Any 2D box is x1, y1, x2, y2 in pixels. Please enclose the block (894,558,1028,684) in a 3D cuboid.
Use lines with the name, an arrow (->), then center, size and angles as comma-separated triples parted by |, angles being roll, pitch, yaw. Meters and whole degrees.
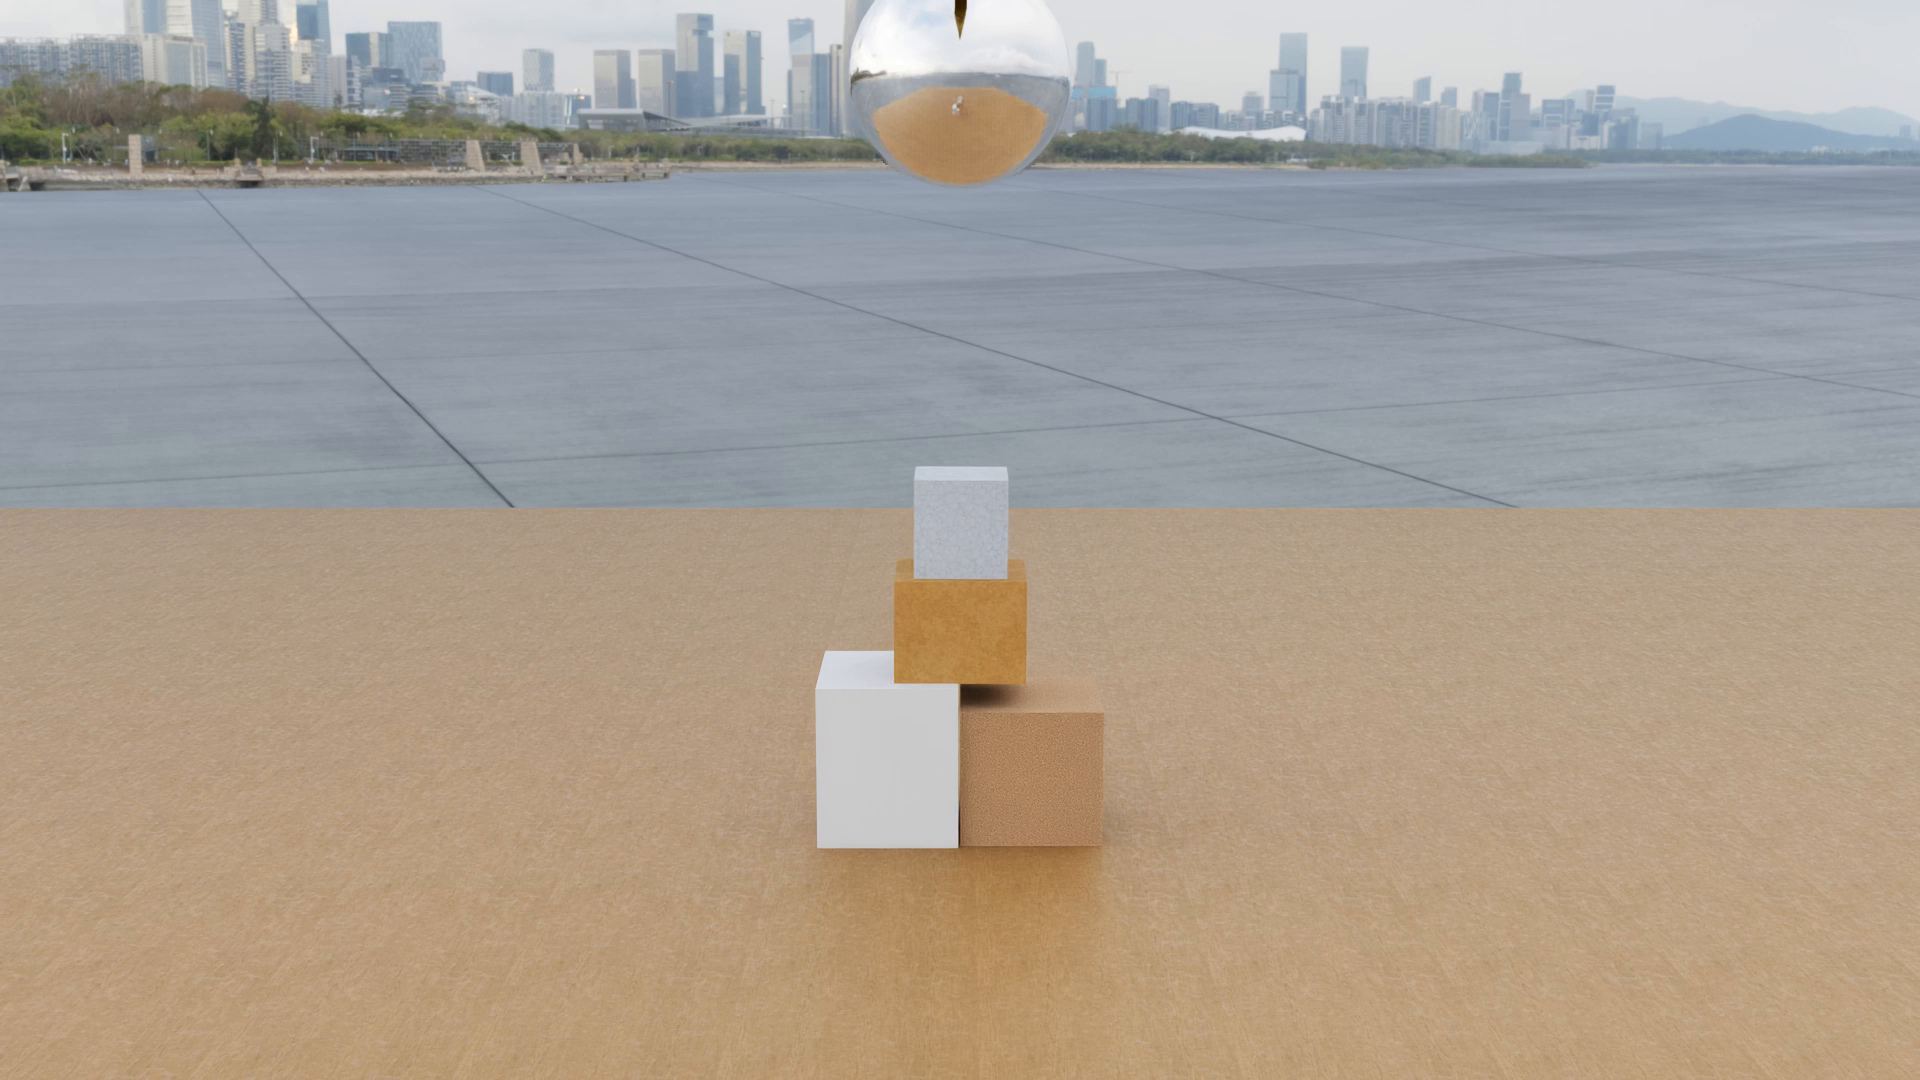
block -> 0.002, 0.409, 11.260 | 0.661, 0.521, 0.610 | 0, 10, 0

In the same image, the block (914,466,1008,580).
block -> 0.005, -0.092, 11.166 | 0.468, 0.498, 0.465 | 0, 10, 0

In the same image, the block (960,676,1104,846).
block -> 0.359, 1.134, 11.393 | 0.716, 0.692, 0.749 | 0, 10, 0

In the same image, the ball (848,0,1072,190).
ball -> 0.000, -3.326, 15.764 | 1.600, 1.600, 1.600 | 0, 10, 0

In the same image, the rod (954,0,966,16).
rod -> 0.000, -4.566, 12.598 | 0.080, 0.080, 5.200 | 0, -21, 0

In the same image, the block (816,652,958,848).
block -> -0.363, 1.070, 11.379 | 0.708, 0.823, 0.824 | 0, 10, 0
